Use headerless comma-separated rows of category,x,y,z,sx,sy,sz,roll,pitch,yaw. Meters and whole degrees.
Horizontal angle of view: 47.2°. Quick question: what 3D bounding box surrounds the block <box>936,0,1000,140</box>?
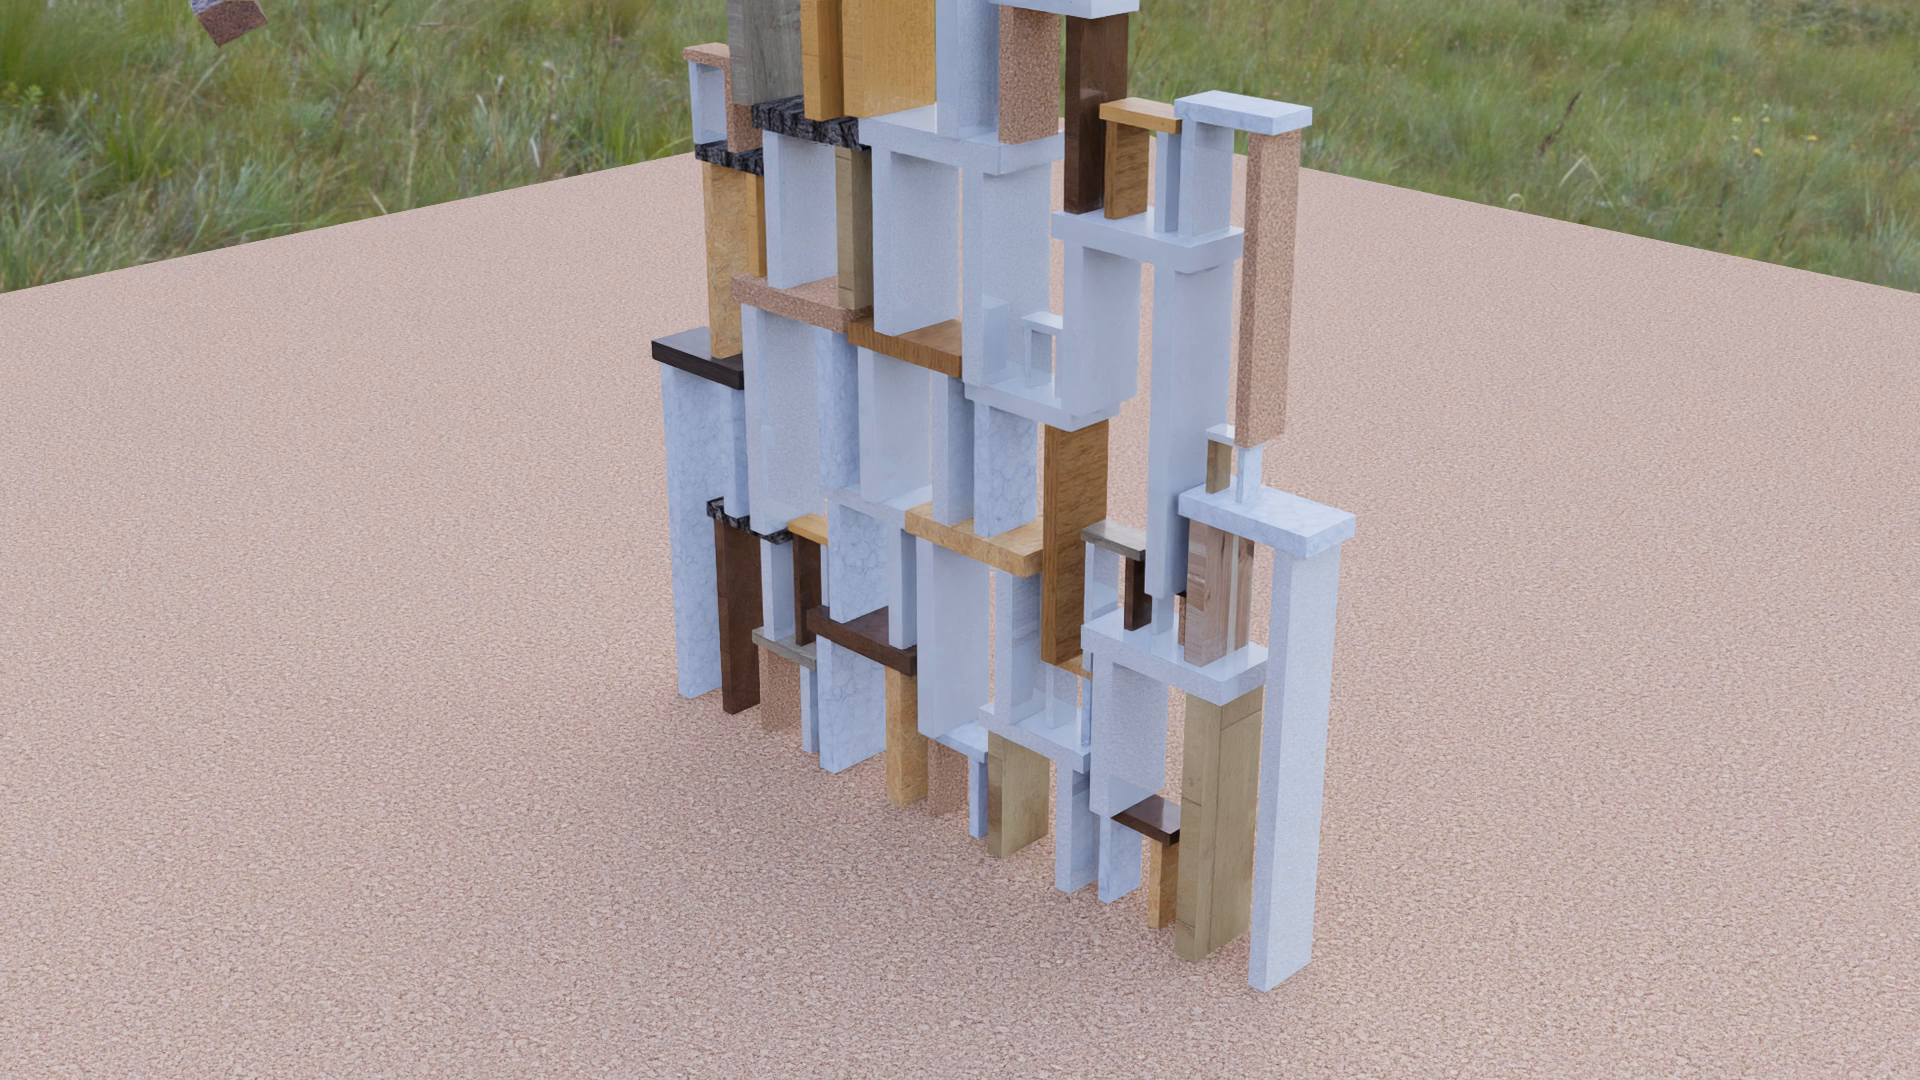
block,0.041,-0.888,3.800,0.051,0.358,0.179,21,31,41

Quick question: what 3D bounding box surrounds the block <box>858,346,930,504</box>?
block,-0.126,-0.239,4.255,0.042,0.311,0.149,21,31,40

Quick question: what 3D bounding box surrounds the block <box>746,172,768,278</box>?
block,-0.372,-0.633,4.359,0.029,0.207,0.103,22,31,40

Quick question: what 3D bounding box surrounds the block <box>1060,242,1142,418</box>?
block,0.245,-0.379,3.800,0.152,0.304,0.043,-21,31,-40

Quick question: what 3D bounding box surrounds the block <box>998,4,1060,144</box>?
block,0.119,-0.803,3.761,0.033,0.233,0.117,21,31,41

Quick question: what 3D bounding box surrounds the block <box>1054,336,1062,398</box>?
block,0.193,-0.311,3.887,0.016,0.112,0.056,22,31,40

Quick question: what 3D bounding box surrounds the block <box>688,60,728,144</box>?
block,-0.498,-0.879,4.388,0.081,0.163,0.023,-22,31,-40

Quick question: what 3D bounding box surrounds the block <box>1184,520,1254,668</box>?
block,0.446,0.073,3.772,0.133,0.266,0.038,-21,31,-41

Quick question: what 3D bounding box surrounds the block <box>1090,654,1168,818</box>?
block,0.311,0.334,4.024,0.045,0.320,0.160,21,31,41

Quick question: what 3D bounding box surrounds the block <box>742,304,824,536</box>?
block,-0.360,-0.262,4.493,0.046,0.487,0.164,21,31,40

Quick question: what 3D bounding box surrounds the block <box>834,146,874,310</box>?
block,-0.161,-0.602,4.149,0.043,0.307,0.153,21,32,40

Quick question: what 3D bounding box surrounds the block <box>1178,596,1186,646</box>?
block,0.403,0.135,3.850,0.046,0.092,0.013,-21,31,-40

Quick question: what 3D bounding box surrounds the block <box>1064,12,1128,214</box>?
block,0.227,-0.717,3.678,0.117,0.328,0.033,-21,31,-40

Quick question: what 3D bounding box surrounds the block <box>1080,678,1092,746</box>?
block,0.255,0.307,4.076,0.067,0.135,0.019,-21,31,-41

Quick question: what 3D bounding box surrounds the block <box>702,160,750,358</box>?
block,-0.468,-0.579,4.490,0.103,0.409,0.029,-22,31,-40

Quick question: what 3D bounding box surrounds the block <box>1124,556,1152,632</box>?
block,0.322,0.086,3.904,0.020,0.139,0.070,21,31,41

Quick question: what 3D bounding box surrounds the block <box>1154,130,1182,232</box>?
block,0.355,-0.591,3.591,0.082,0.165,0.023,-21,31,-40

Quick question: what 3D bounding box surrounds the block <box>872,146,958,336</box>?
block,-0.081,-0.568,4.077,0.049,0.348,0.174,21,31,40

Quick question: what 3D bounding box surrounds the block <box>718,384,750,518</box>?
block,-0.430,-0.204,4.607,0.041,0.290,0.145,21,31,40

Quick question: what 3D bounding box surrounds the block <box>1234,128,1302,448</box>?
block,0.491,-0.403,3.516,0.098,0.517,0.028,-22,32,-40

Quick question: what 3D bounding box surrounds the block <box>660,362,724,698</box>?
block,-0.567,-0.030,4.830,0.041,0.783,0.145,21,31,41

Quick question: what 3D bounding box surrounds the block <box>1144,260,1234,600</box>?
block,0.387,-0.193,3.722,0.152,0.585,0.043,-21,31,-40

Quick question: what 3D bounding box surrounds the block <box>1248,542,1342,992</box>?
block,0.571,0.388,3.770,0.038,0.842,0.133,21,31,41

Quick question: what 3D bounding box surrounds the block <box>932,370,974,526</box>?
block,0.015,-0.190,4.124,0.042,0.299,0.149,21,31,40

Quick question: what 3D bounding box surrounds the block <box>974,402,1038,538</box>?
block,0.085,-0.145,4.068,0.130,0.260,0.037,-21,31,-41

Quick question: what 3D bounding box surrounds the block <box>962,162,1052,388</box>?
block,0.083,-0.483,3.935,0.049,0.392,0.174,21,31,41

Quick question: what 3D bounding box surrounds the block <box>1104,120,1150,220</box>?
block,0.278,-0.622,3.663,0.082,0.165,0.023,-21,31,-40

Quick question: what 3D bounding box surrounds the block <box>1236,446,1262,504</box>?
block,0.480,-0.111,3.649,0.014,0.095,0.048,21,31,40

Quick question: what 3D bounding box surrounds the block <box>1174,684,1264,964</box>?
block,0.462,0.490,3.926,0.045,0.531,0.160,21,31,41

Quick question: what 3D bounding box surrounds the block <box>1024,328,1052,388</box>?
block,0.140,-0.331,3.935,0.016,0.112,0.056,21,31,40

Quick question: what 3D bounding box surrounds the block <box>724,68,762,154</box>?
block,-0.421,-0.849,4.317,0.081,0.163,0.023,-22,31,-40

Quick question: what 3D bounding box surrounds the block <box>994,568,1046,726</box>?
block,0.136,0.178,4.152,0.044,0.312,0.156,21,31,40

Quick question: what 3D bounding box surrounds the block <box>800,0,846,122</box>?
block,-0.217,-0.944,4.044,0.160,0.320,0.045,-22,31,-40

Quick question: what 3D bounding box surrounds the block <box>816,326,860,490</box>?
block,-0.203,-0.277,4.321,0.046,0.328,0.164,21,31,40

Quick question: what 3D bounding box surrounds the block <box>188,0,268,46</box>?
block,-2.071,-1.520,6.175,0.156,0.156,0.156,-28,69,-5

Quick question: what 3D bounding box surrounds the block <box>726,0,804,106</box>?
block,-0.366,-1.001,4.185,0.160,0.320,0.045,-22,30,-40

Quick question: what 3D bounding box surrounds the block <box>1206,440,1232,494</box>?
block,0.435,-0.129,3.691,0.014,0.095,0.048,21,31,41

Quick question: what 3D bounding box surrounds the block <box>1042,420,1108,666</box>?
block,0.208,-0.005,3.994,0.037,0.463,0.130,21,31,41

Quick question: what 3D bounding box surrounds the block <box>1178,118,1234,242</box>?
block,0.396,-0.586,3.538,0.098,0.196,0.028,-21,31,-40

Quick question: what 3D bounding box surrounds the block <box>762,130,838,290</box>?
block,-0.307,-0.655,4.282,0.043,0.307,0.153,21,31,40

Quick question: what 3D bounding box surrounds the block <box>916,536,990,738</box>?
block,-0.013,0.170,4.309,0.156,0.420,0.044,-21,31,-41

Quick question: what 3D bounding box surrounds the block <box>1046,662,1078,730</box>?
block,0.191,0.282,4.134,0.019,0.135,0.068,21,31,41

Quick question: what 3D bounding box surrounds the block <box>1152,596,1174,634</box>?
block,0.359,0.118,3.890,0.046,0.092,0.013,-21,31,-41

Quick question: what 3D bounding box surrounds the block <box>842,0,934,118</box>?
block,-0.129,-0.953,3.956,0.051,0.358,0.179,21,31,41

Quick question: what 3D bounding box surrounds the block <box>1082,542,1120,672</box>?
block,0.256,0.112,3.987,0.070,0.254,0.020,-21,31,-41
